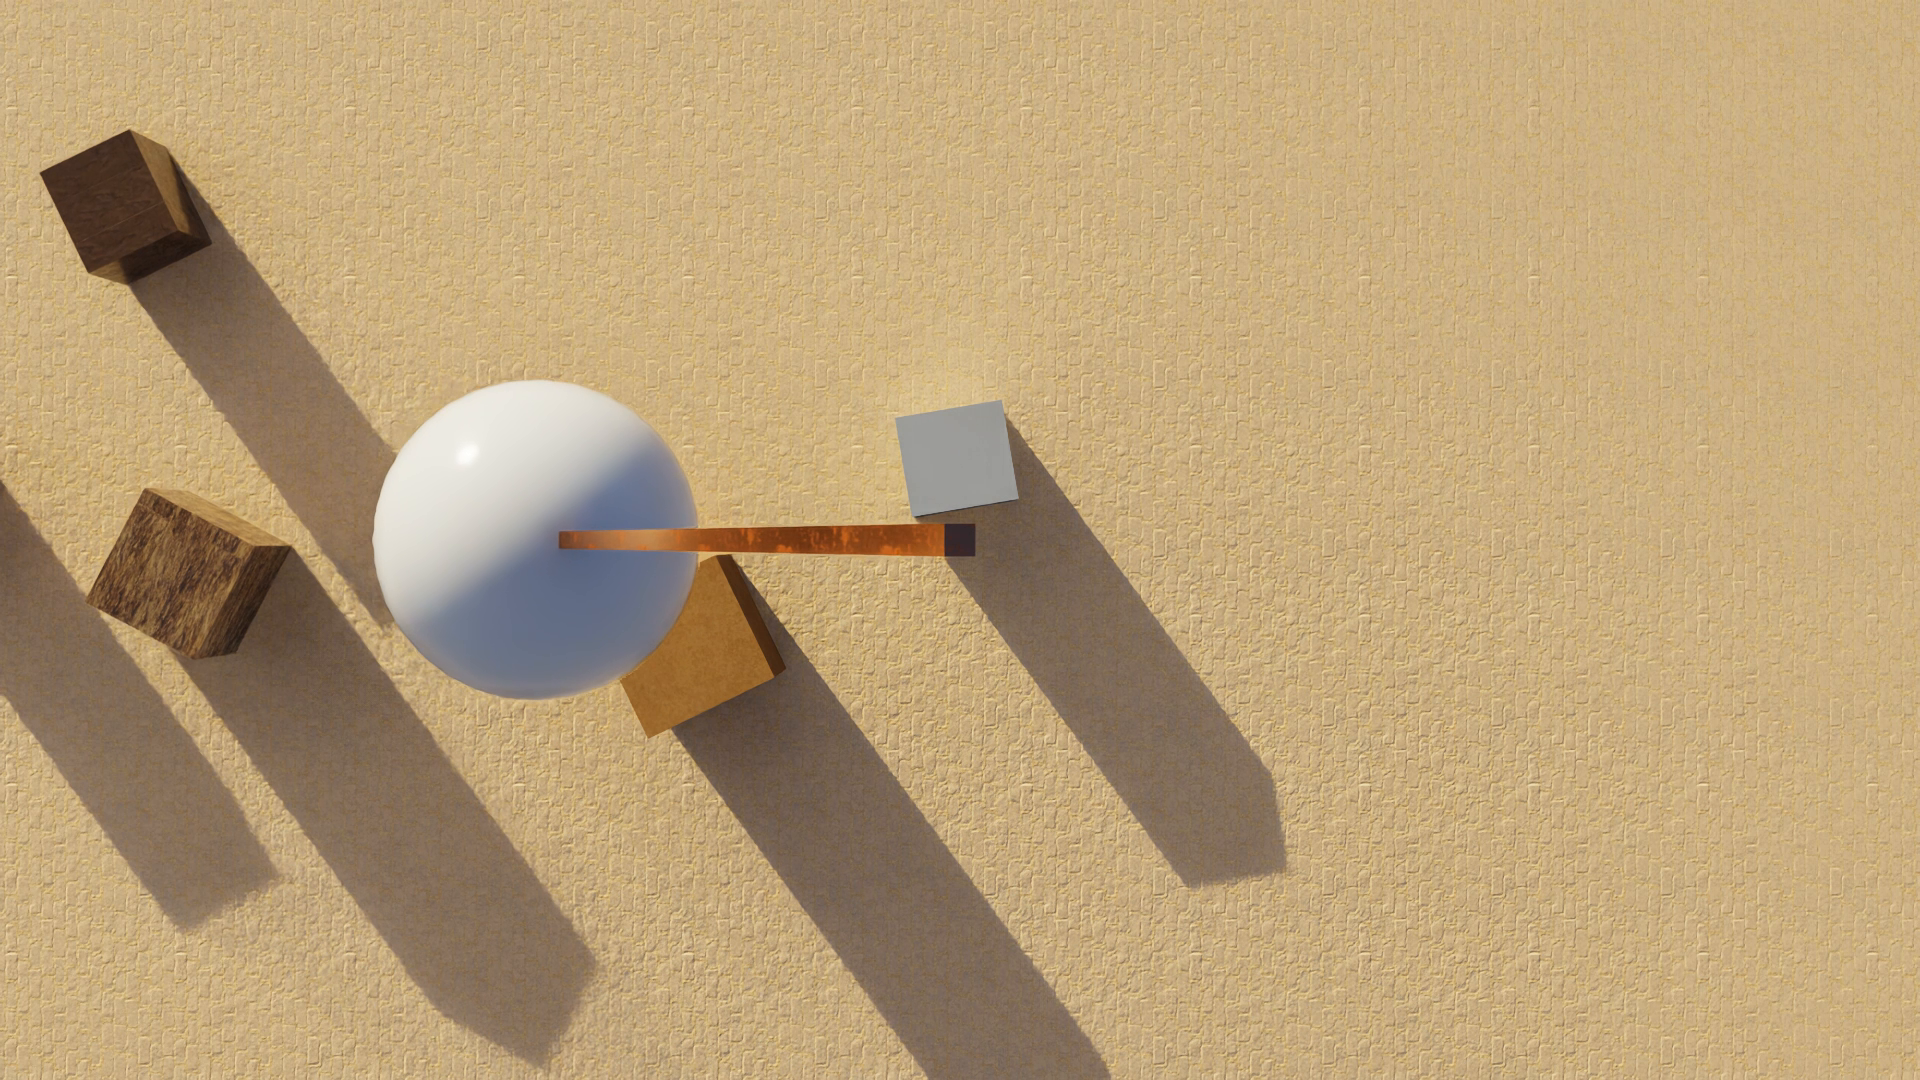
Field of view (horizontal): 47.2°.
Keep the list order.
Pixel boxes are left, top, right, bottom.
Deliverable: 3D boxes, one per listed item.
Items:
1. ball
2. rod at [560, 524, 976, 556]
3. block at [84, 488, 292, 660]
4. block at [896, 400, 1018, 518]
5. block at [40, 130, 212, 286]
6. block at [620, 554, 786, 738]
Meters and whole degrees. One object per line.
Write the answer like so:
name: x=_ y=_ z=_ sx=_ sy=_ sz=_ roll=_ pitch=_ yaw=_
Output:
ball: x=-2.098 y=0.000 z=10.943 sx=1.600 sy=1.600 sz=1.600 roll=0 pitch=90 yaw=0
rod: x=-0.909 y=0.000 z=7.757 sx=0.080 sy=5.200 sz=0.080 roll=0 pitch=90 yaw=-20
block: x=-4.423 y=0.189 z=12.651 sx=0.695 sy=0.699 sz=0.721 roll=28 pitch=90 yaw=0
block: x=-0.018 y=-0.460 z=12.689 sx=0.610 sy=0.623 sz=0.566 roll=-10 pitch=90 yaw=0
block: x=-4.810 y=-1.913 z=12.712 sx=0.566 sy=0.575 sz=0.635 roll=-26 pitch=90 yaw=0
block: x=-1.539 y=0.592 z=12.579 sx=0.778 sy=0.841 sz=0.752 roll=-26 pitch=90 yaw=0
